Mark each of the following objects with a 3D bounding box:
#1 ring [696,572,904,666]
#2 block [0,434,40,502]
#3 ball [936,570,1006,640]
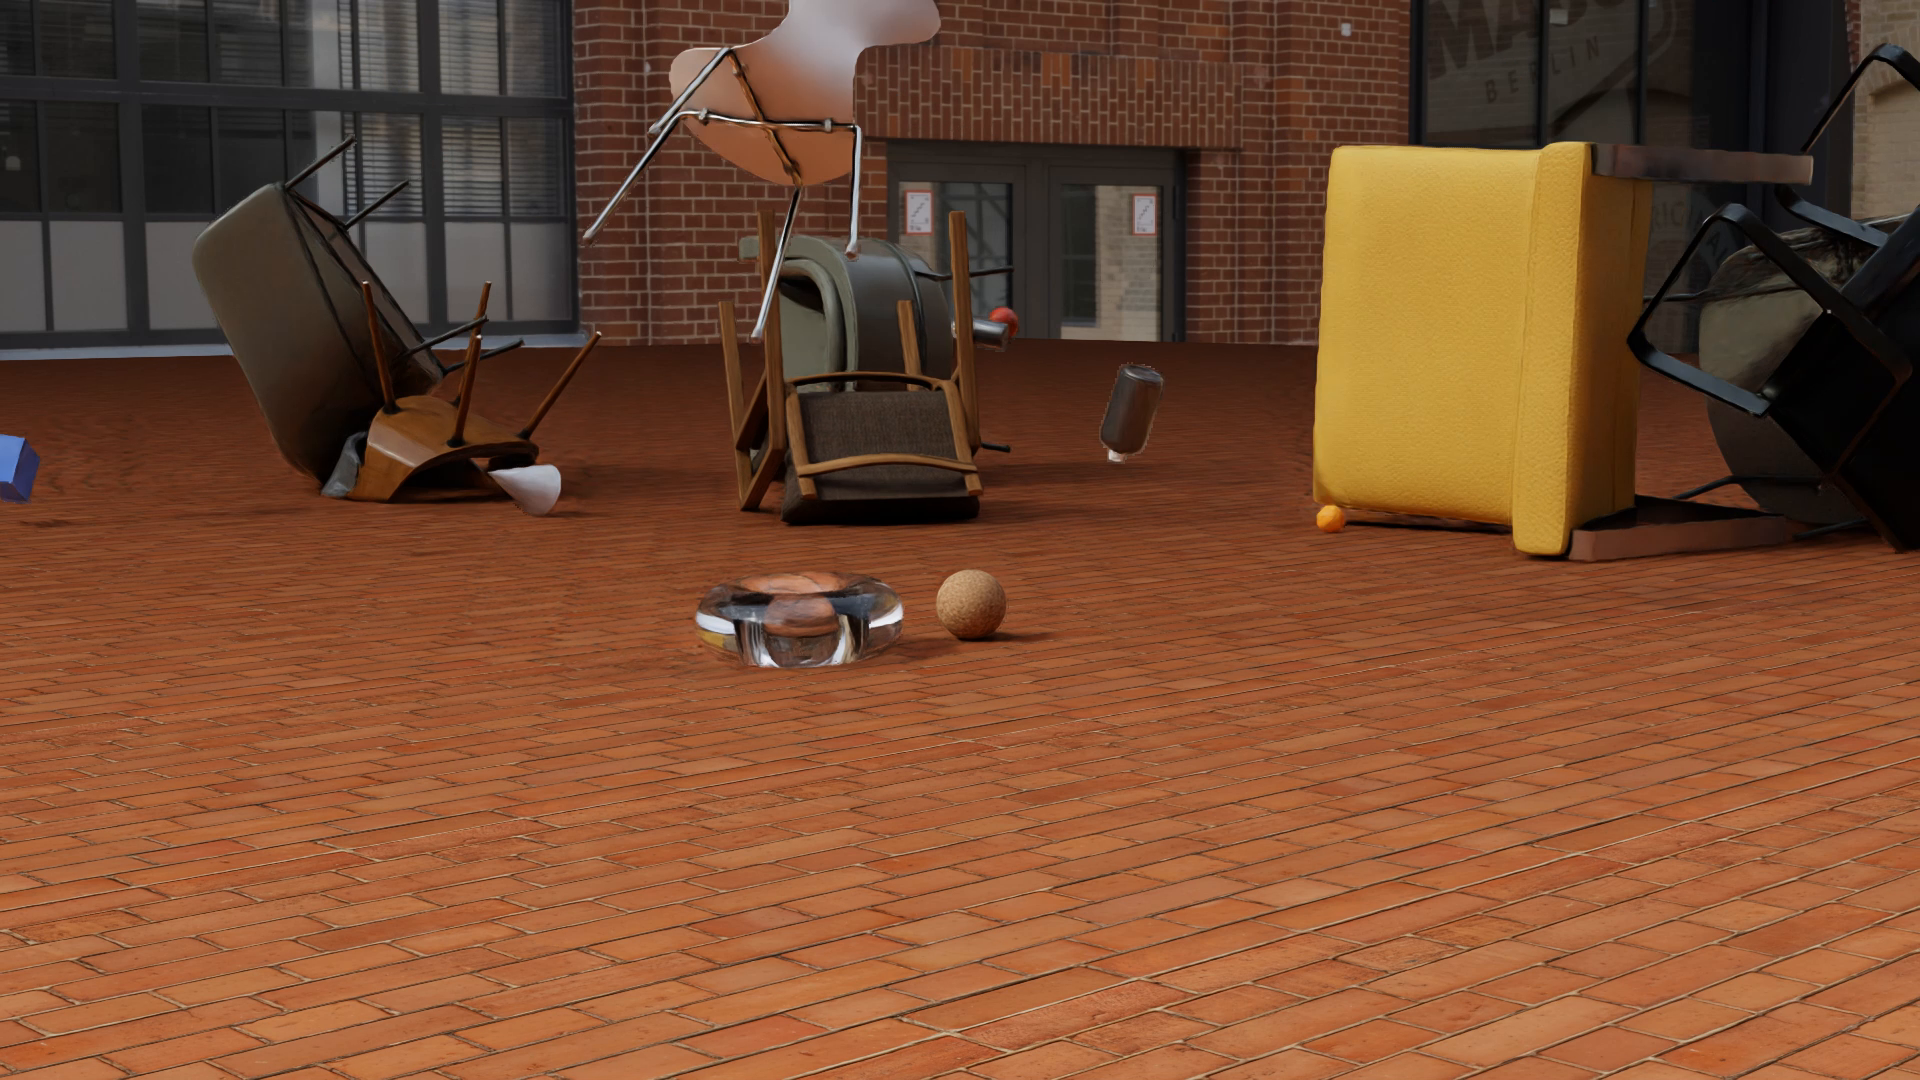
[{"bbox_3d":[-0.280,0.137,4.482,0.364,0.126,0.424,0,7,4],"label":"ring"},{"bbox_3d":[-2.534,-0.196,6.764,0.146,0.126,0.168,10,-18,-2],"label":"block"},{"bbox_3d":[0.021,0.117,4.656,0.128,0.128,0.128,0,6,0],"label":"ball"}]
